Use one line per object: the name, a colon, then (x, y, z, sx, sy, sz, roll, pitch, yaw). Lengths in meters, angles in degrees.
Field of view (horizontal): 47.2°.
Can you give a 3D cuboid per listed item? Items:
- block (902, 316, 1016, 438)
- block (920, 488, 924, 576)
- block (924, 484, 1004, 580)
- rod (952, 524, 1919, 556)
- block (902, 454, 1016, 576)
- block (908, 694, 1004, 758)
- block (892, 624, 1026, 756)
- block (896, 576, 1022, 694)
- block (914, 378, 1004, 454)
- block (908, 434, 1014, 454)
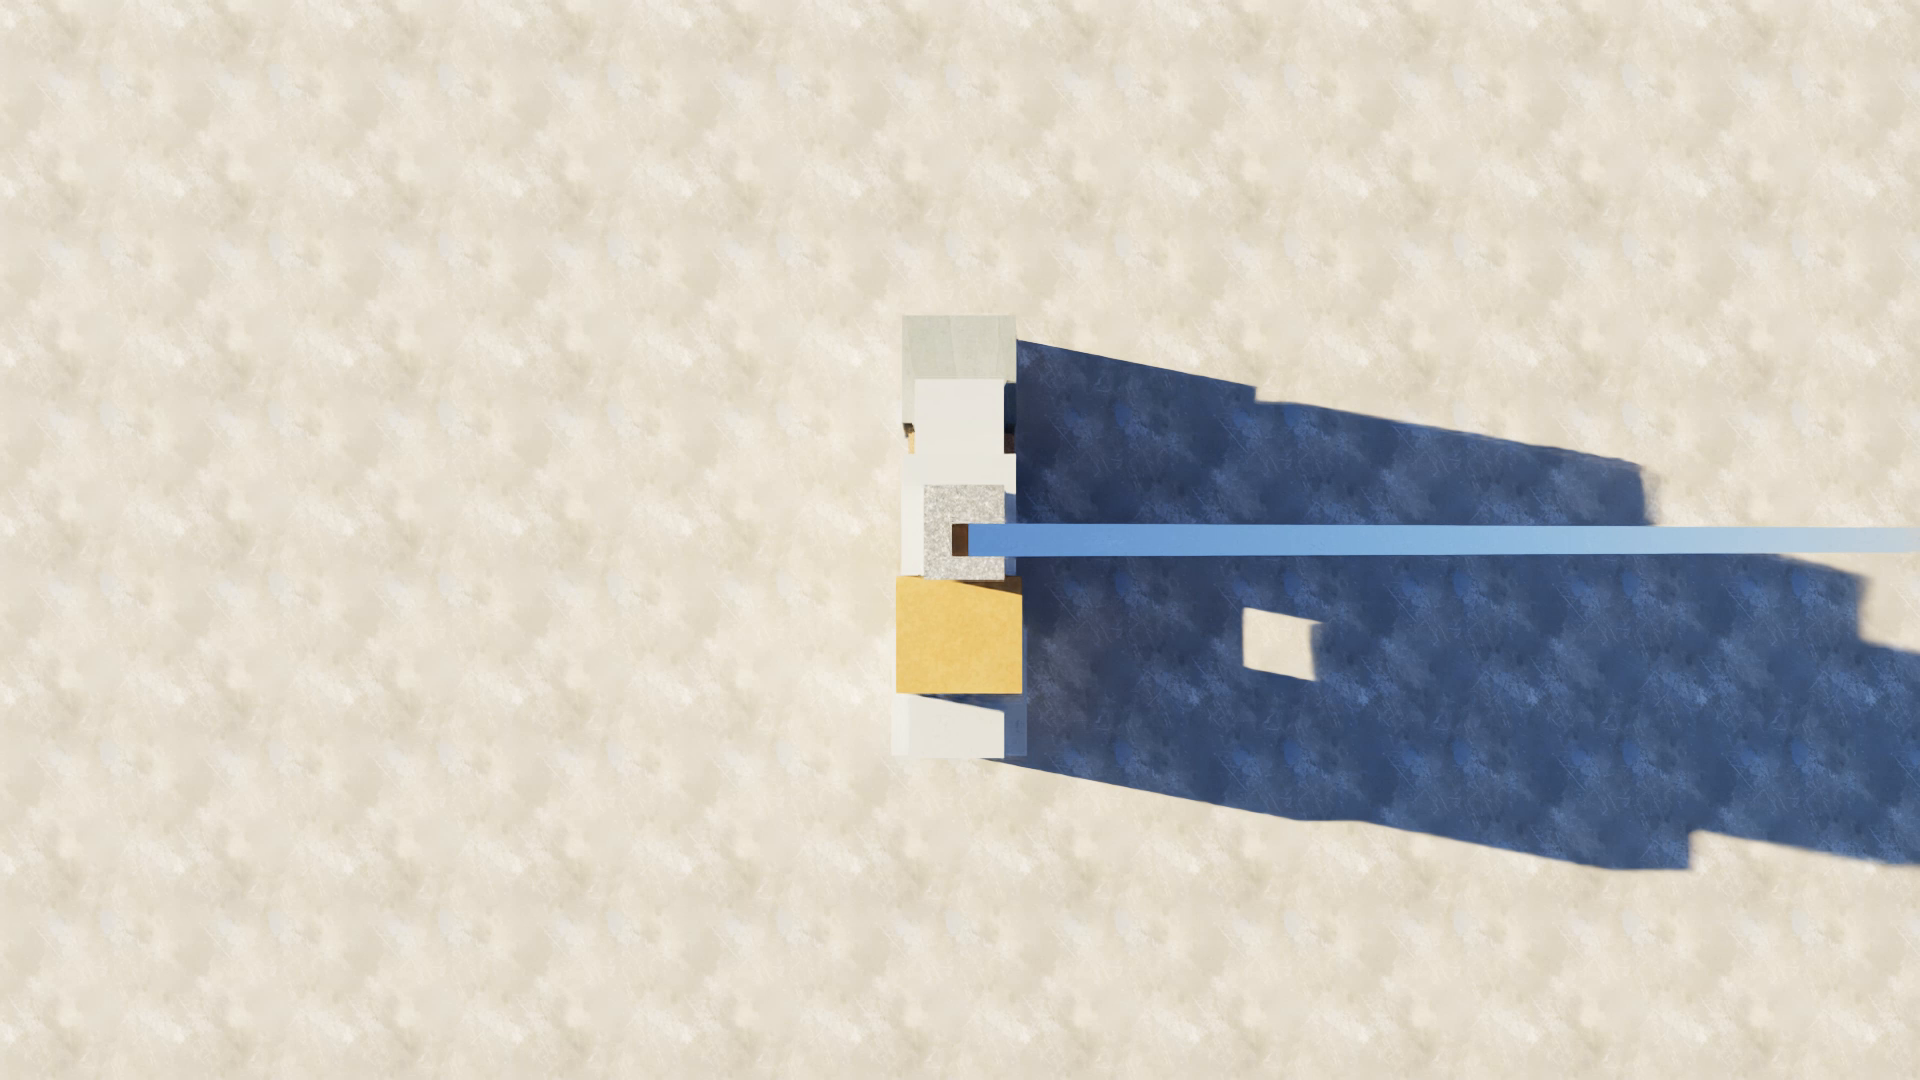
block: (-0.005, -0.886, 12.071, 0.608, 0.711, 0.578, 0, 86, 0)
block: (0.007, -0.035, 10.813, 0.391, 0.395, 0.425, 0, 89, 0)
block: (0.019, -0.034, 10.424, 0.376, 0.383, 0.443, 0, 89, 0)
rod: (2.234, 0.000, 6.660, 5.200, 0.080, 0.080, 0, 90, -31)
block: (-0.006, -0.122, 11.335, 0.572, 0.644, 0.606, 0, 89, 0)
block: (-0.020, 0.876, 11.896, 0.505, 0.589, 0.548, 0, 90, 0)
block: (-0.003, 0.843, 12.595, 0.749, 0.810, 0.706, 0, 90, 0)
block: (-0.005, 0.494, 11.320, 0.633, 0.575, 0.588, 0, 87, 0)
block: (-0.004, -0.641, 11.476, 0.455, 0.435, 0.397, 0, 94, 0)
block: (0.009, -0.281, 12.104, 0.567, 0.604, 0.579, 0, 90, 0)
